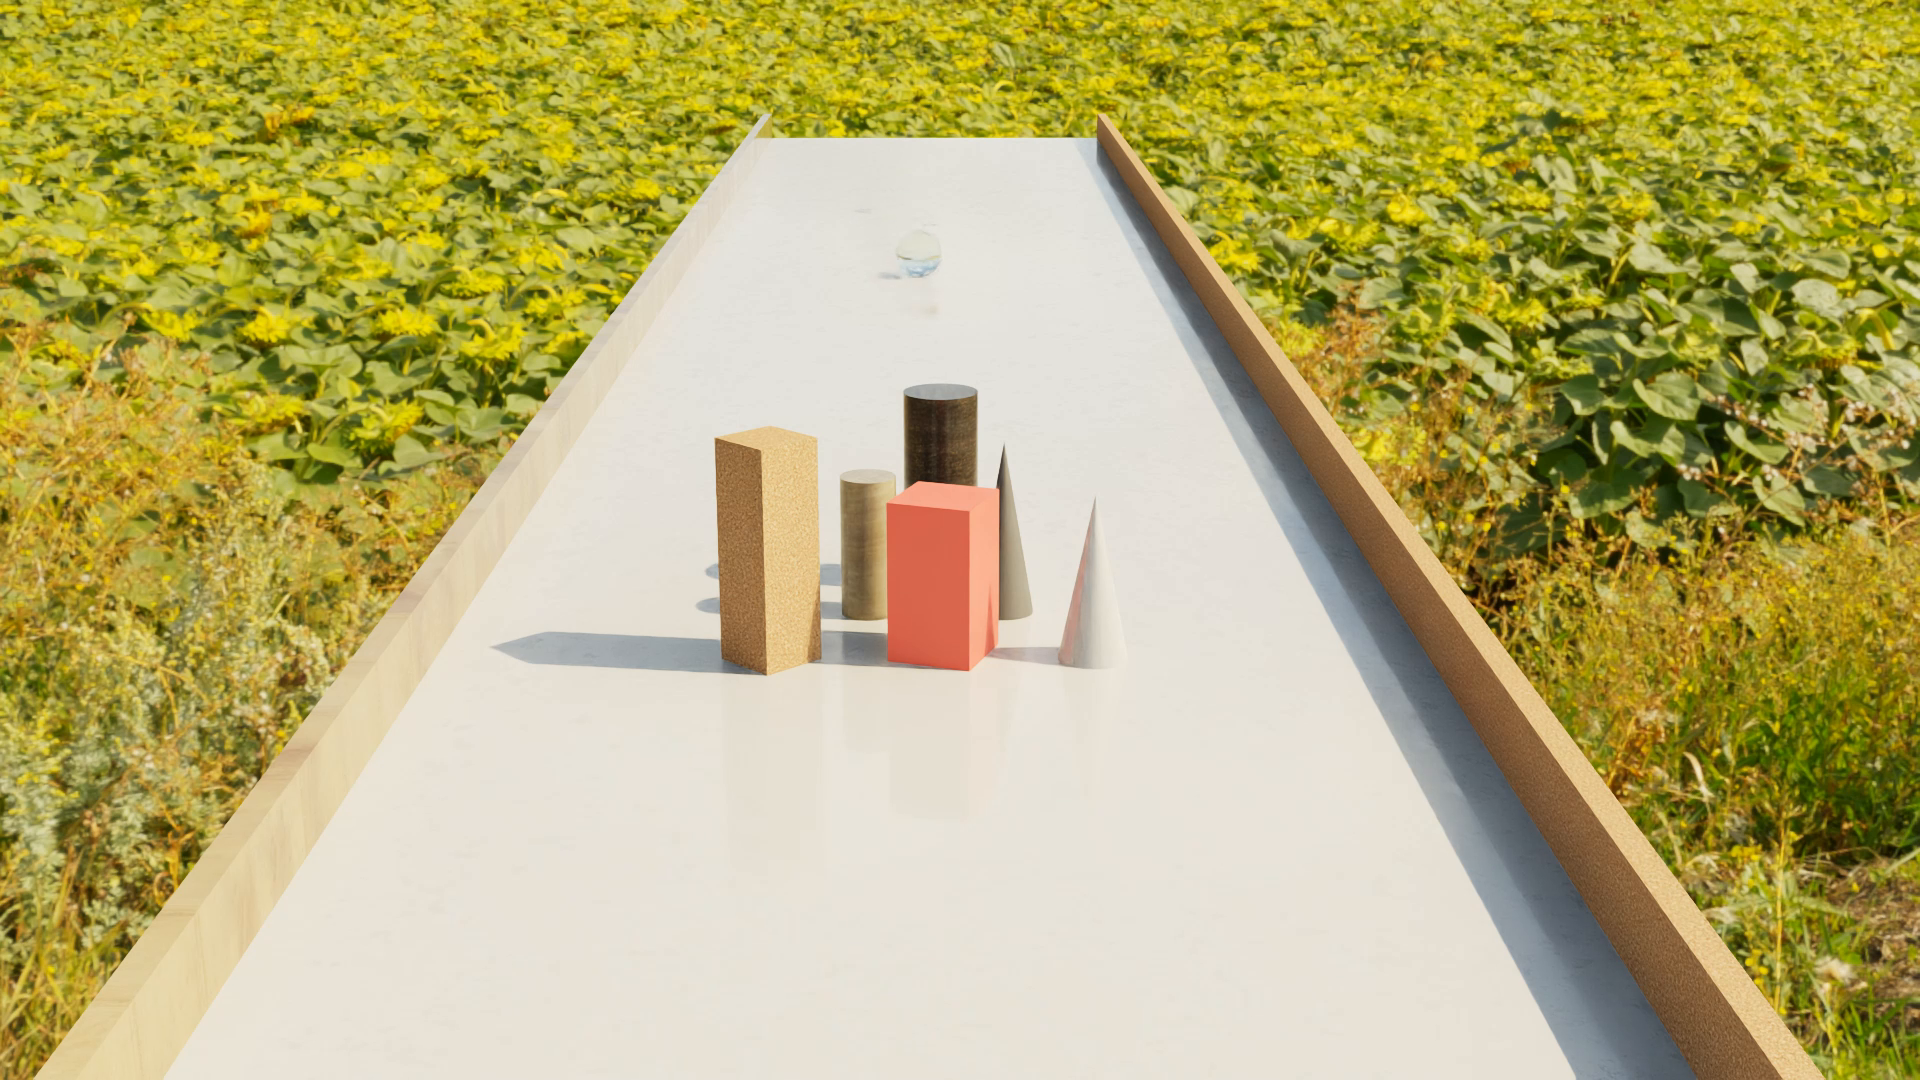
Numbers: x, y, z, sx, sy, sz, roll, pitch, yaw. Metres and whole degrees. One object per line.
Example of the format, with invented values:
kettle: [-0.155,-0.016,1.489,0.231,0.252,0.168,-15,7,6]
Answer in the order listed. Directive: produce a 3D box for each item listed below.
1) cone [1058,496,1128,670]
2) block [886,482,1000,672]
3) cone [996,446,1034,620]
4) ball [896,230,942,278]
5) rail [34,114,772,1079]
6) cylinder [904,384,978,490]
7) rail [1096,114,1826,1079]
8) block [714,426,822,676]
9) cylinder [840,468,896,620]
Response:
cone: [0.268,0.072,4.381,0.142,0.344,0.142,0,17,0]
block: [-0.033,0.070,4.412,0.174,0.330,0.174,6,18,19]
cone: [0.093,-0.028,4.662,0.129,0.375,0.129,0,17,0]
ball: [-0.163,-1.135,8.718,0.185,0.185,0.185,0,17,0]
rail: [-1.118,-0.838,7.780,0.050,0.150,12.000,0,17,-1]
cylinder: [-0.042,-0.118,4.868,0.165,0.431,0.165,0,17,0]
rail: [0.932,-0.844,7.801,0.050,0.150,12.000,0,17,-1]
block: [-0.379,0.019,4.359,0.142,0.458,0.142,-16,23,-43]
cylinder: [-0.194,0.010,4.665,0.118,0.301,0.118,0,17,0]
